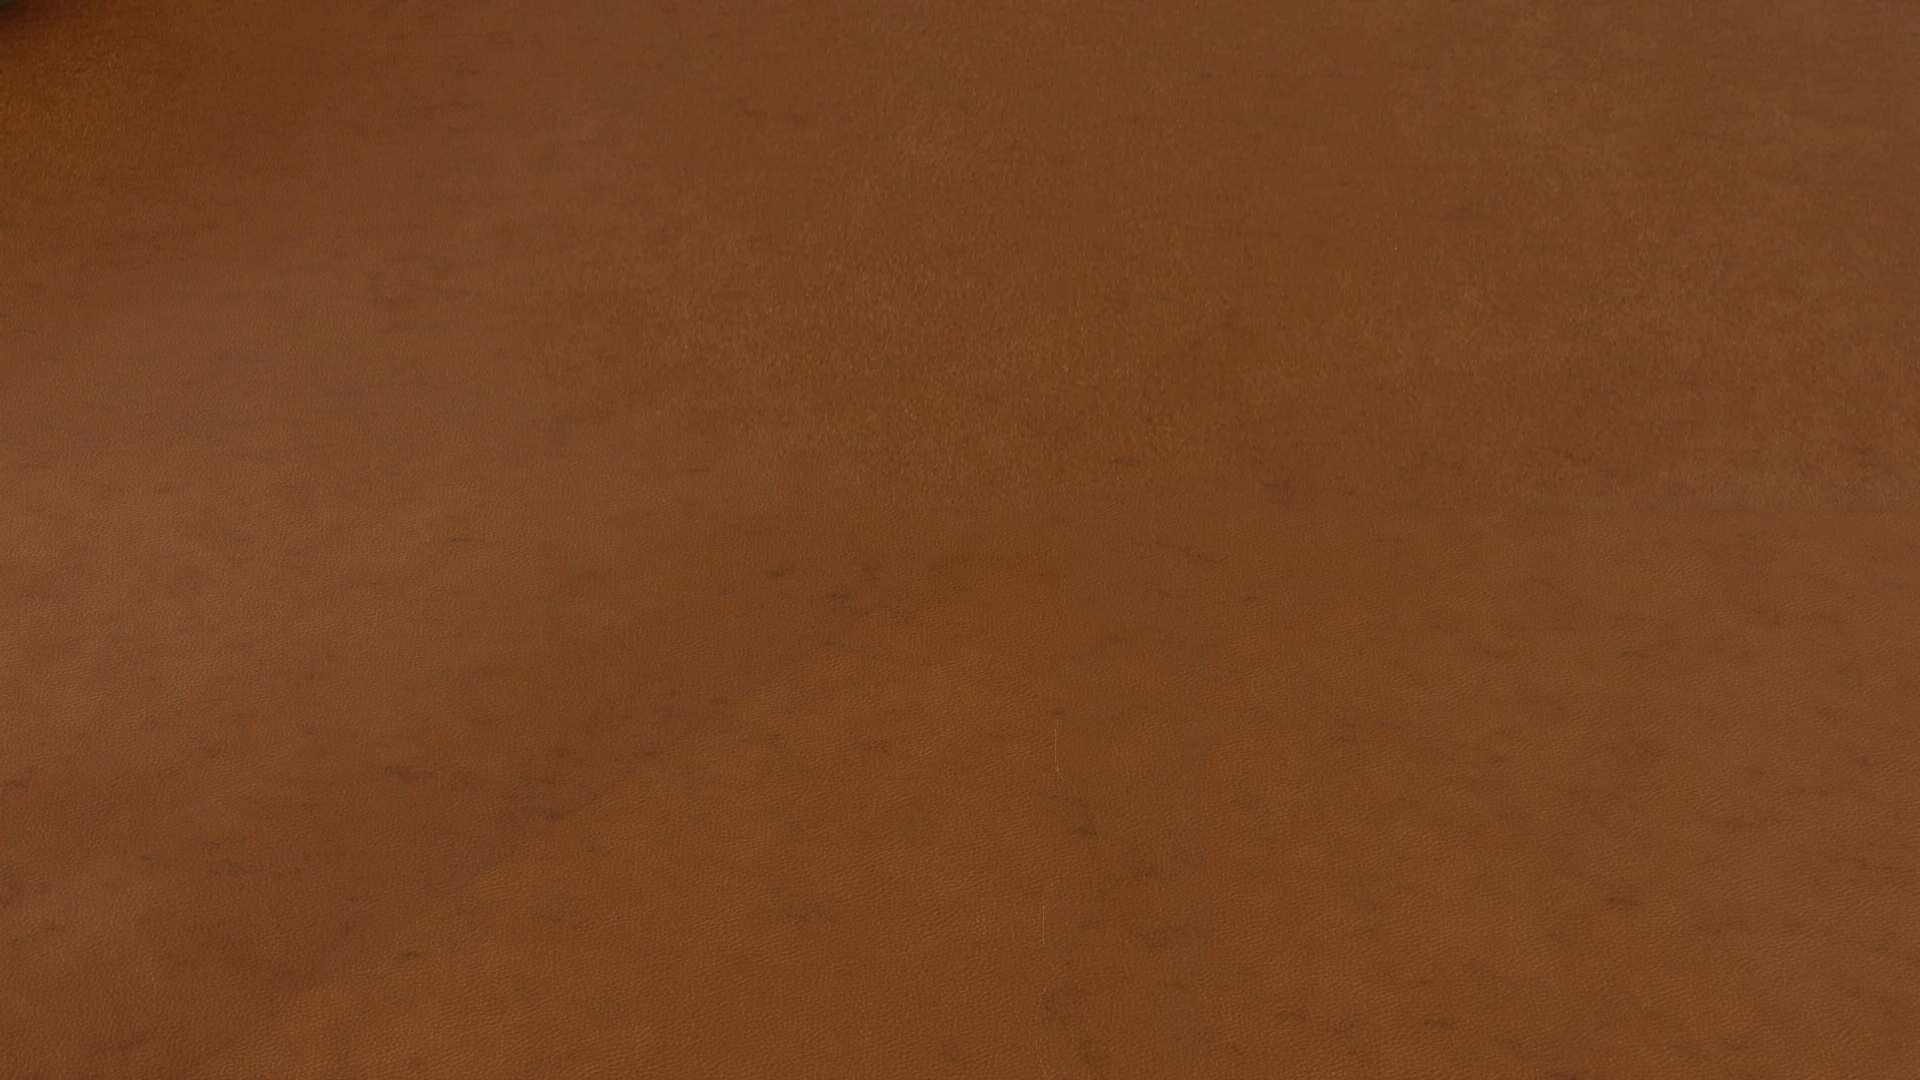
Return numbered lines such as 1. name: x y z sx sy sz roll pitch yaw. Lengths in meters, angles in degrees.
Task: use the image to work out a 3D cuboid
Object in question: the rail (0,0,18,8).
1. rail: -0.562 -0.732 2.882 0.045 0.125 4.199 14 32 23
